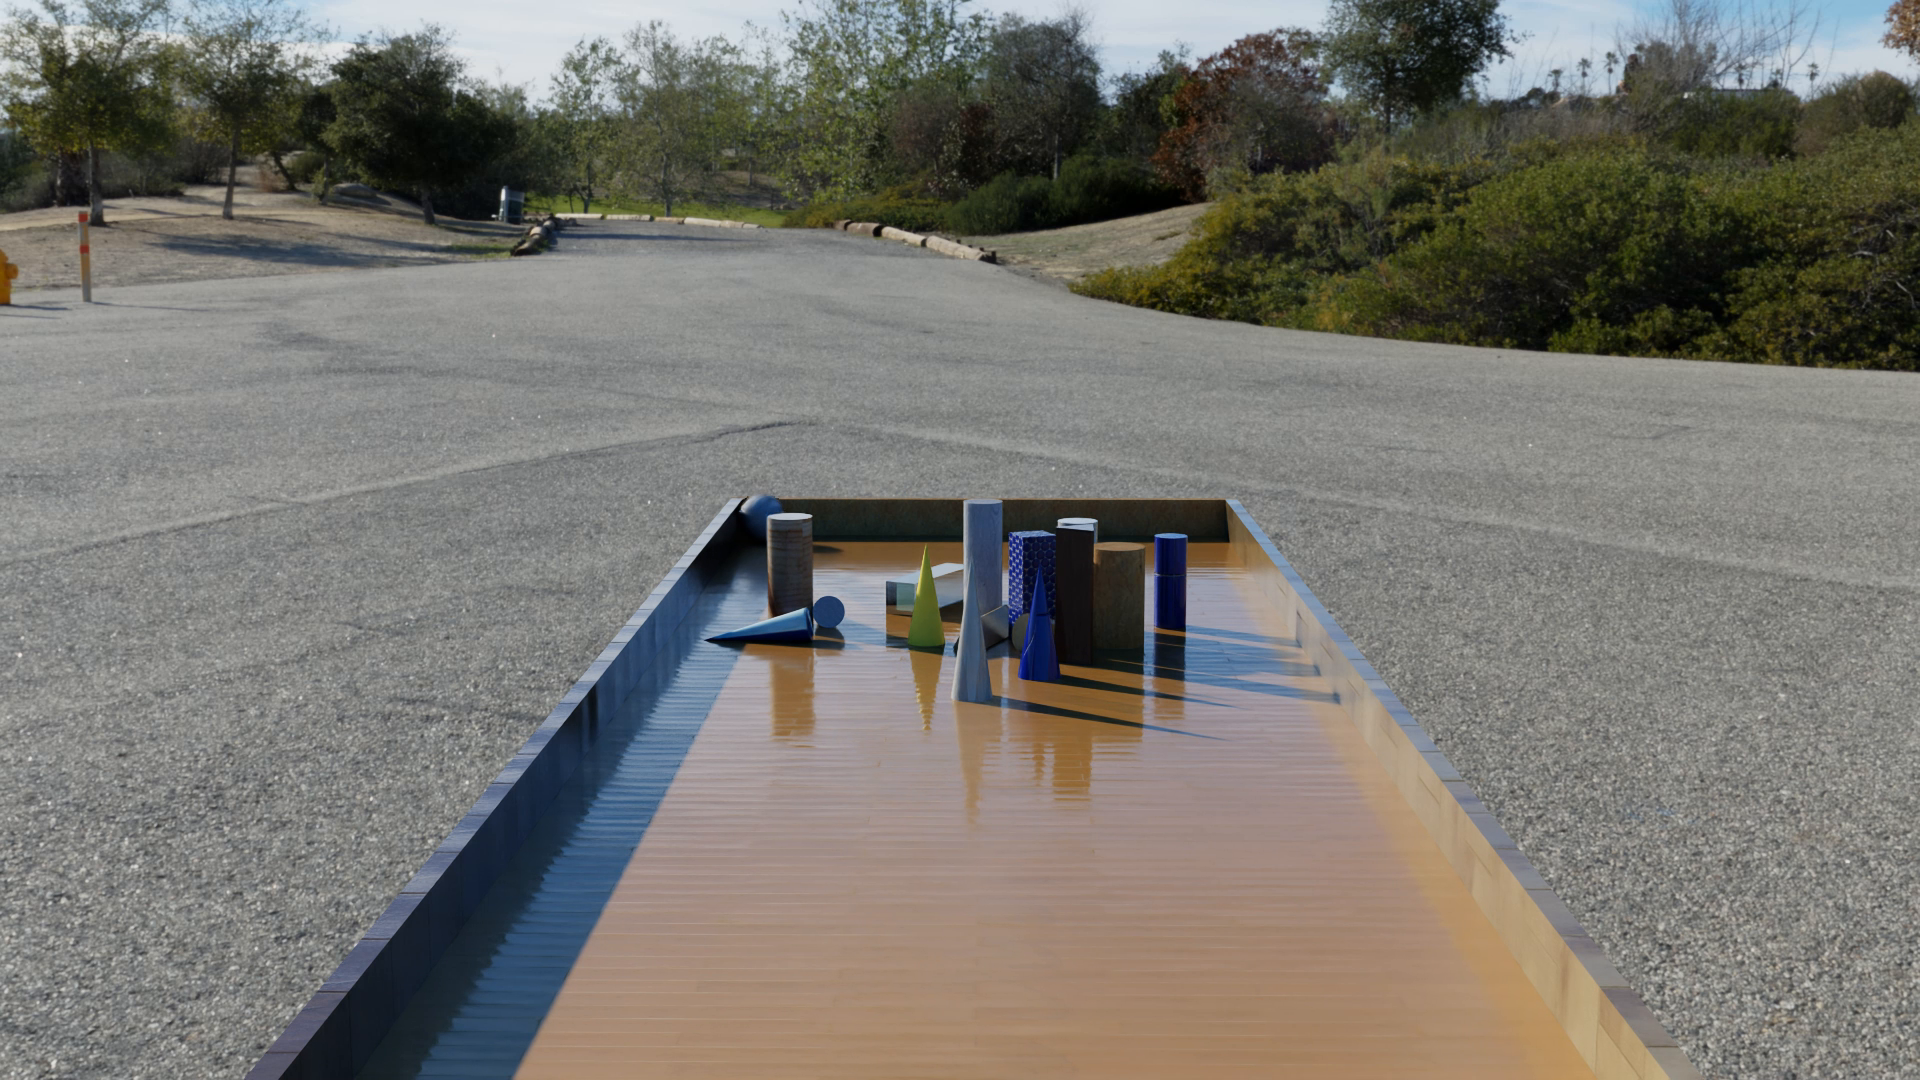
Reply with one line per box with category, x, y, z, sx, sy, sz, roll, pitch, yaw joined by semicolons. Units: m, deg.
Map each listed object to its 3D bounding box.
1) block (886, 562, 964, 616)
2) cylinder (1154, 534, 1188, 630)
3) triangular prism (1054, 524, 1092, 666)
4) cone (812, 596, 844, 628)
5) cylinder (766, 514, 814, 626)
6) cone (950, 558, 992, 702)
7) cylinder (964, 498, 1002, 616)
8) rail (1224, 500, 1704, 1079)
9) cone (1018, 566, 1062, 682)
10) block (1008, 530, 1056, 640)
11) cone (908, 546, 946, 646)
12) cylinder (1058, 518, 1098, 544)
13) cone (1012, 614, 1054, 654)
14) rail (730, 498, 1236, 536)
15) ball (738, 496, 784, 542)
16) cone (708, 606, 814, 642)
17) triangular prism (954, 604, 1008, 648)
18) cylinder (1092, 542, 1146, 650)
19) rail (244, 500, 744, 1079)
block;-0.100;0.169;7.586;0.112;0.112;0.421;5;10;28
cylinder;0.689;0.135;7.198;0.106;0.301;0.106;0;9;0
triangular prism;0.371;0.163;6.664;0.128;0.413;0.111;6;11;32
cone;-0.454;0.233;7.370;0.106;0.106;0.361;-1;1;-8
cylinder;-0.556;0.102;7.202;0.149;0.363;0.149;0;9;0
cone;0.033;0.239;6.175;0.118;0.415;0.118;0;9;0
cylinder;0.075;0.077;7.213;0.128;0.411;0.128;0;9;0
rail;1.046;0.843;3.208;0.050;0.150;12.000;0;9;1
cone;0.234;0.232;6.450;0.129;0.343;0.129;0;9;0
block;0.229;0.151;6.953;0.115;0.345;0.115;-3;10;-21
cone;-0.106;0.165;6.937;0.121;0.323;0.121;0;9;0
cylinder;0.384;0.110;7.193;0.130;0.350;0.130;0;9;0
cone;0.347;0.297;6.927;0.132;0.132;0.432;7;3;39
rail;0.099;-0.098;9.147;2.100;0.150;0.050;0;9;1
ball;-0.809;-0.086;8.948;0.189;0.189;0.189;0;9;0
cone;-0.647;0.293;6.985;0.345;0.111;0.111;-9;9;4
triangular prism;0.087;0.275;6.990;0.098;0.085;0.338;4;10;21
cylinder;0.493;0.174;6.918;0.175;0.311;0.175;0;9;0
rail;-1.004;0.839;3.234;0.050;0.150;12.000;0;9;1
